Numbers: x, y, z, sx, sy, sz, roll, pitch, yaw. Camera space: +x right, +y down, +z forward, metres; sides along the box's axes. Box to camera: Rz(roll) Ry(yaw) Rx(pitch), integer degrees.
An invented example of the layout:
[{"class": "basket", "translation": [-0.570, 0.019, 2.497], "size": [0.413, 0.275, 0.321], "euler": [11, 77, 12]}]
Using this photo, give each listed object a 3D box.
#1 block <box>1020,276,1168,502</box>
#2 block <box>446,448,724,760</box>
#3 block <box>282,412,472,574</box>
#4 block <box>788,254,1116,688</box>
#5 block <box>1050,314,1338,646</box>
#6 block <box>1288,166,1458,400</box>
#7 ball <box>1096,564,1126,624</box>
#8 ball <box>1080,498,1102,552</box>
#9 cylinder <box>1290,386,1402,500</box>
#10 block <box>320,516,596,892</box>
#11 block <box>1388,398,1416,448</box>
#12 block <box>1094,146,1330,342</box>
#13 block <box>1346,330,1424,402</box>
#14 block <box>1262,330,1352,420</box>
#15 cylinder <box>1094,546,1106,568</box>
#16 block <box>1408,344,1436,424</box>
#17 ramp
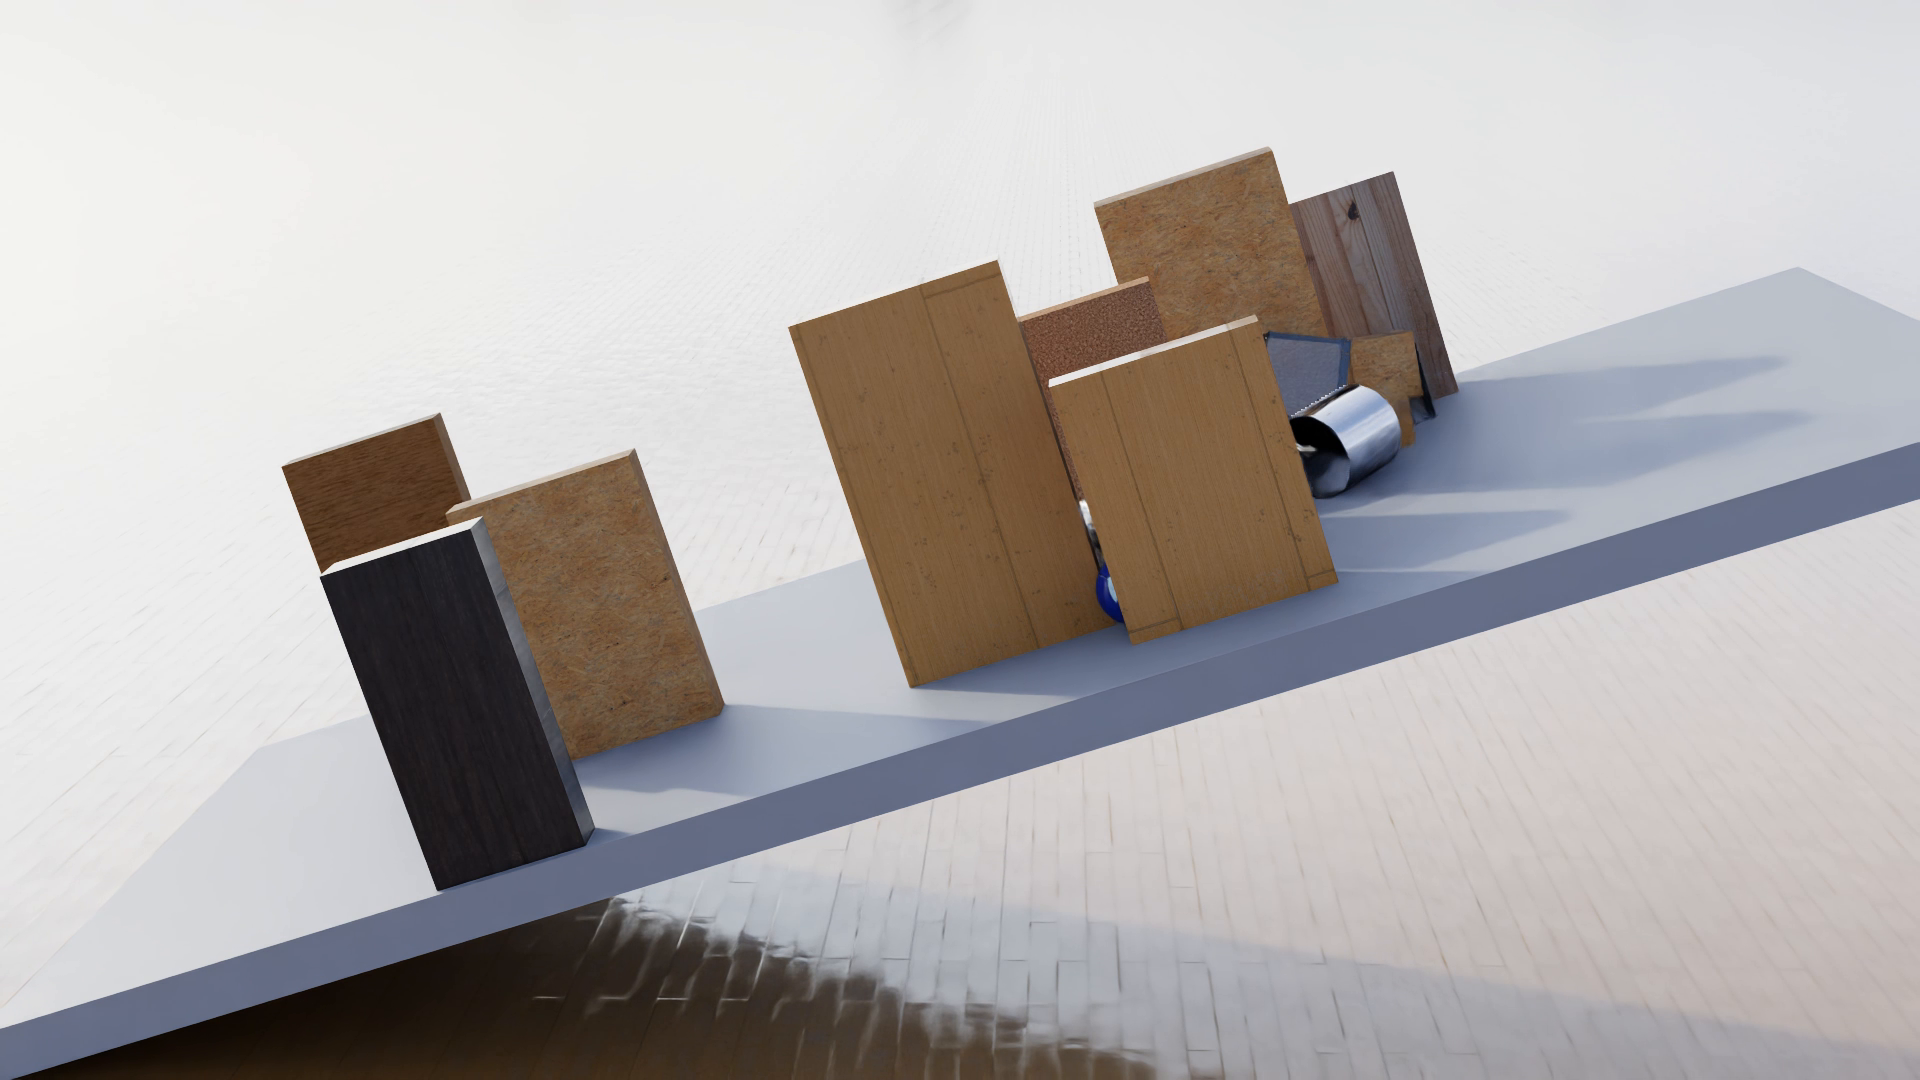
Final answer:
[{"class": "block", "translation": [0.341, -0.248, 6.299], "size": [0.304, 0.560, 0.096], "euler": [-17, 10, 5]}, {"class": "block", "translation": [-0.779, 0.146, 6.136], "size": [0.401, 0.576, 0.096], "euler": [-17, 10, 5]}, {"class": "block", "translation": [-1.245, 0.108, 6.727], "size": [0.366, 0.721, 0.086], "euler": [-17, 10, 5]}, {"class": "block", "translation": [-0.012, -0.134, 5.776], "size": [0.425, 0.754, 0.119], "euler": [-17, 10, 5]}, {"class": "block", "translation": [0.440, -0.111, 5.539], "size": [0.405, 0.519, 0.092], "euler": [-17, 10, 5]}, {"class": "block", "translation": [0.928, -0.566, 6.970], "size": [0.349, 0.546, 0.144], "euler": [-17, 10, 5]}, {"class": "ball", "translation": [0.334, 0.093, 5.704], "size": [0.143, 0.143, 0.143], "euler": [0, 12, 0]}, {"class": "ball", "translation": [0.320, -0.023, 6.208], "size": [0.176, 0.176, 0.176], "euler": [0, 12, 0]}, {"class": "cylinder", "translation": [0.812, -0.209, 6.292], "size": [0.189, 0.189, 0.189], "euler": [11, 30, 43]}, {"class": "block", "translation": [-0.924, 0.304, 5.433], "size": [0.294, 0.626, 0.115], "euler": [-17, 10, 5]}, {"class": "block", "translation": [0.930, -0.254, 6.531], "size": [0.105, 0.105, 0.105], "euler": [-14, 7, -30]}, {"class": "block", "translation": [0.607, -0.487, 6.674], "size": [0.415, 0.705, 0.146], "euler": [-17, 10, 5]}, {"class": "block", "translation": [0.931, -0.381, 6.531], "size": [0.144, 0.144, 0.144], "euler": [-11, 6, -2]}, {"class": "block", "translation": [0.749, -0.356, 6.505], "size": [0.181, 0.181, 0.181], "euler": [6, -1, -4]}, {"class": "cylinder", "translation": [0.228, 0.062, 6.083], "size": [0.128, 0.128, 0.128], "euler": [-3, 7, -15]}, {"class": "block", "translation": [0.972, -0.350, 6.797], "size": [0.179, 0.179, 0.179], "euler": [-18, 10, -1]}, {"class": "ramp", "translation": [0.102, 0.182, 6.309], "size": [4.000, 0.100, 2.000], "euler": [-17, 10, 5]}]
